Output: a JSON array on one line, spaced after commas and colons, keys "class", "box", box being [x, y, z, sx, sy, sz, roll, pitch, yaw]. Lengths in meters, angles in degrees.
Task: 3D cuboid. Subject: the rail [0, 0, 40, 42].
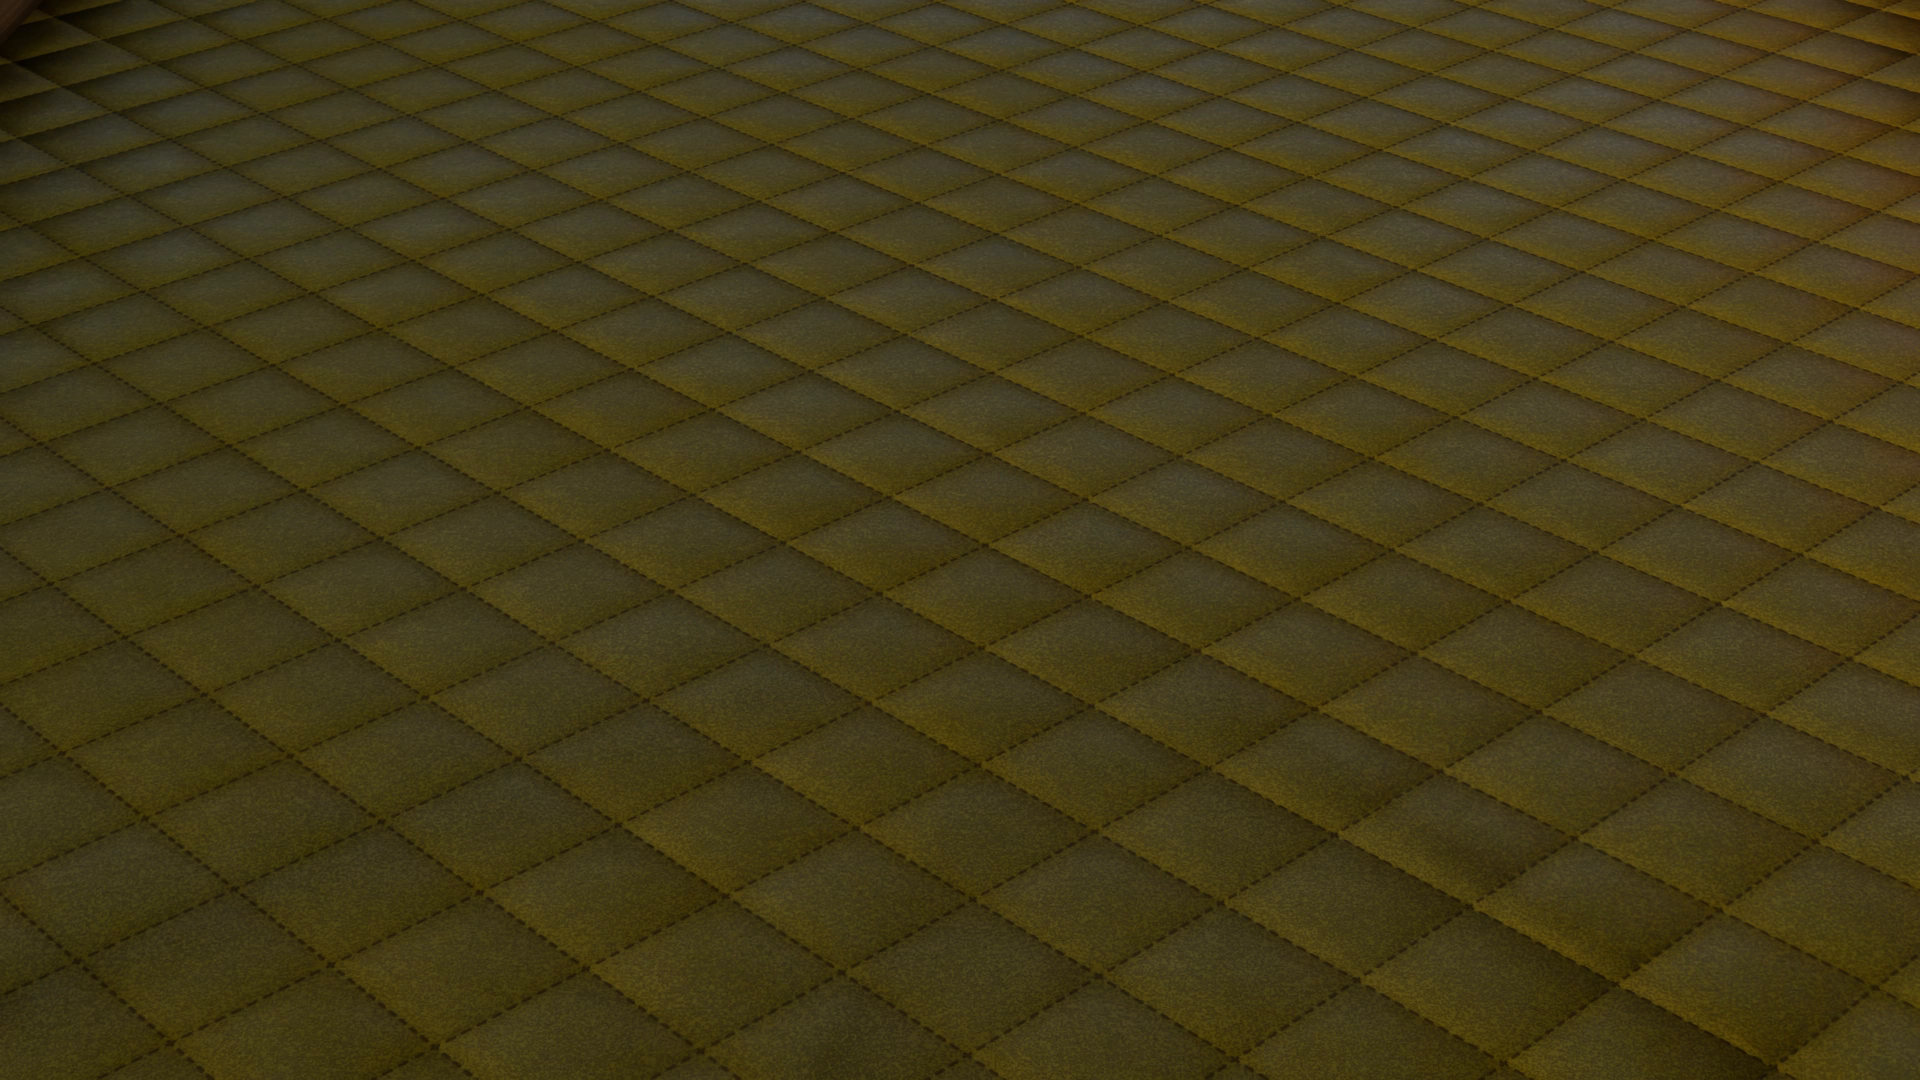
[{"class": "rail", "box": [-0.844, -0.430, 2.507, 0.045, 0.102, 3.414, 1, 28, 1]}]
